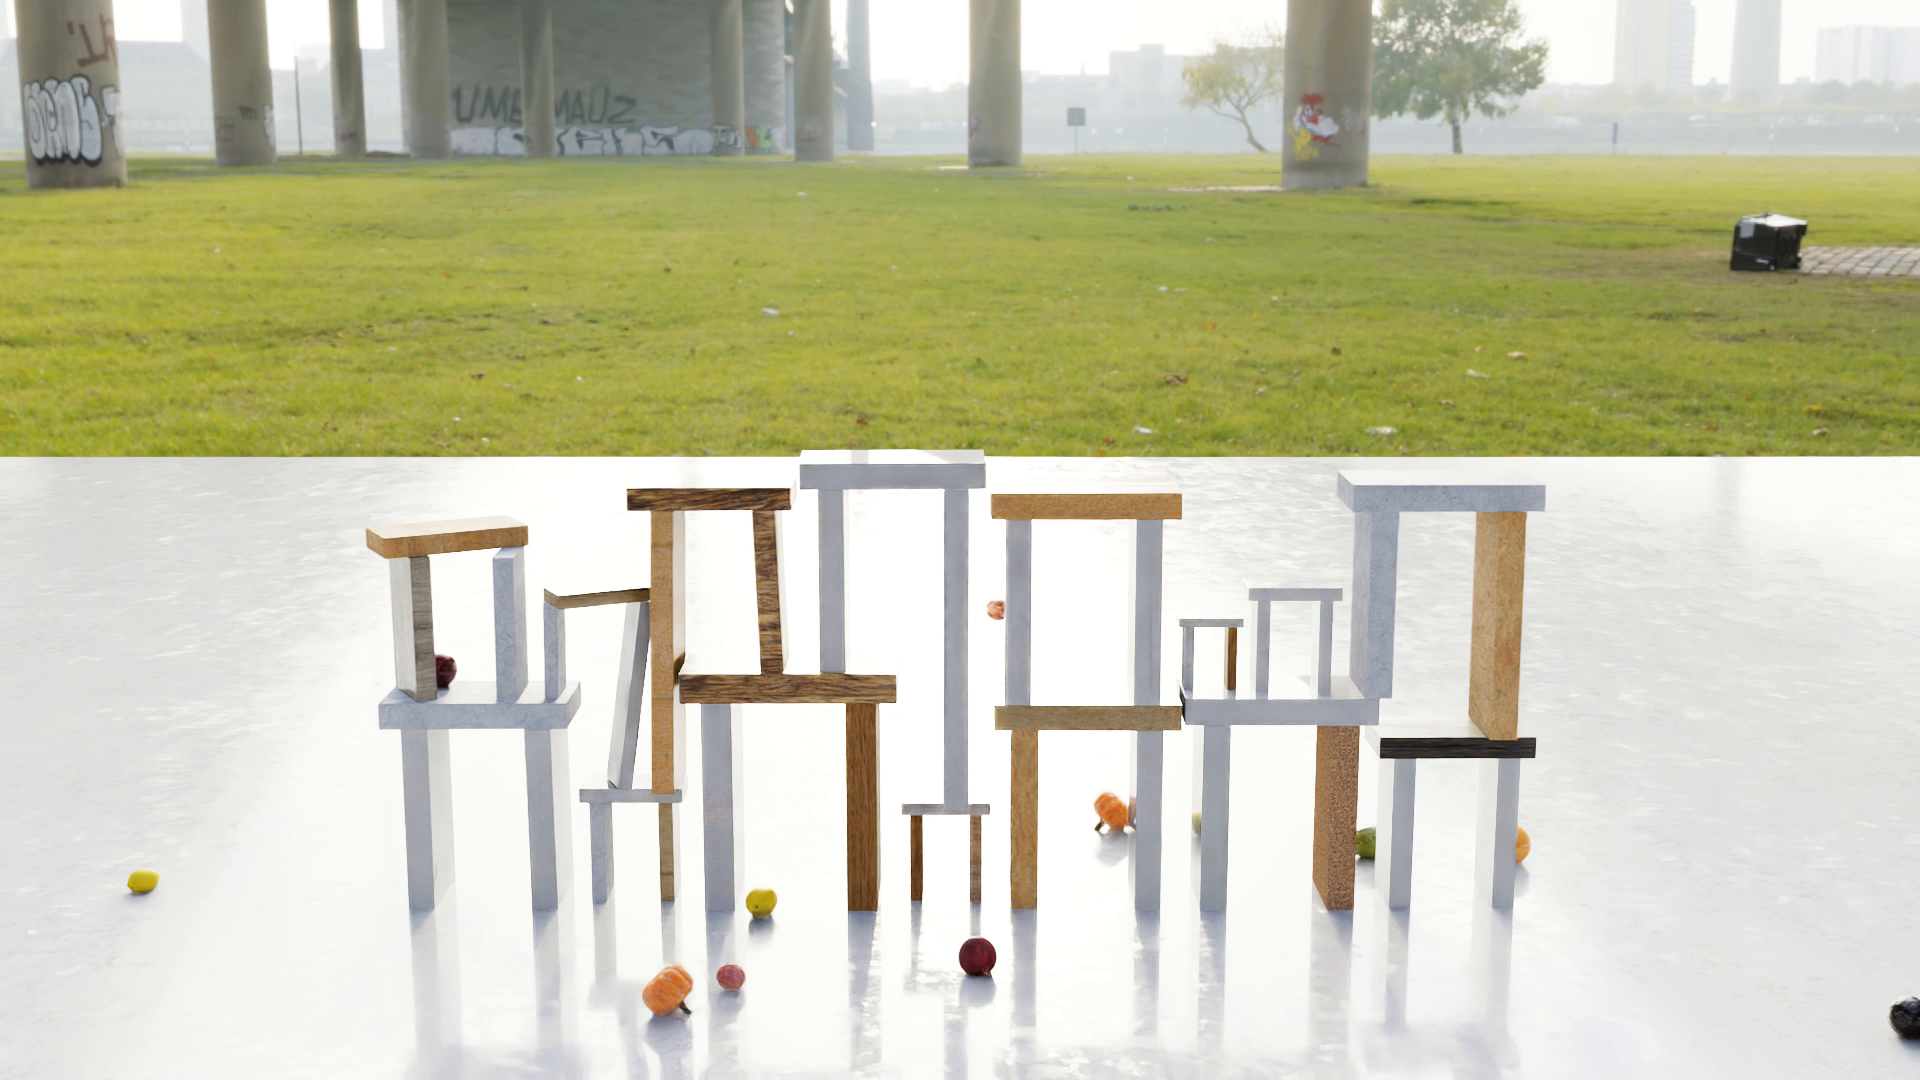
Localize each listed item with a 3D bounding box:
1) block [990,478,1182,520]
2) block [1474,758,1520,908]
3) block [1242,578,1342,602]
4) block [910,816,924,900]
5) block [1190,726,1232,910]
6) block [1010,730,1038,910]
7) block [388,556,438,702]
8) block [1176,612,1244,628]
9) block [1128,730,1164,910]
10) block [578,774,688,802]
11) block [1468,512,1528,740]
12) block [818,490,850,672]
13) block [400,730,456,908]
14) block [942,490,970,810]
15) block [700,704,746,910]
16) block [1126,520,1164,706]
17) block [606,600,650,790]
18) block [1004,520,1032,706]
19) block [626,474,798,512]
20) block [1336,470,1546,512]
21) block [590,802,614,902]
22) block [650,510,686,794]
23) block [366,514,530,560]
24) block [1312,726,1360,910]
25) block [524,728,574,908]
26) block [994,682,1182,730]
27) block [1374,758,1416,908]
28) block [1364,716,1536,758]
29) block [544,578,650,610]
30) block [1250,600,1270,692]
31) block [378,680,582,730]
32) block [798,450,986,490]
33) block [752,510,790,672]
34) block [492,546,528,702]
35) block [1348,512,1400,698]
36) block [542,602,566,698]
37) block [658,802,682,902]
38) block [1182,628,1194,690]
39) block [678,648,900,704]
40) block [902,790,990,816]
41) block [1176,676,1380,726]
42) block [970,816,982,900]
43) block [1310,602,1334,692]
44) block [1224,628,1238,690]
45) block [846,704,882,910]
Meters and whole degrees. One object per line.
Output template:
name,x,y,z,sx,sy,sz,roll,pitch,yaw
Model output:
block,0.200,-0.067,3.546,0.302,0.043,0.151,0,11,0
block,0.889,0.466,3.642,0.036,0.253,0.126,0,11,0
block,0.540,0.081,3.577,0.151,0.021,0.076,0,11,0
block,-0.072,0.517,3.658,0.021,0.147,0.073,0,11,0
block,0.414,0.437,3.639,0.044,0.311,0.156,0,11,0
block,0.106,0.442,3.642,0.043,0.302,0.151,0,11,0
block,-0.891,0.135,3.580,0.034,0.237,0.118,-7,12,-30
block,0.408,0.130,3.588,0.104,0.015,0.052,0,11,0
block,0.307,0.442,3.642,0.043,0.302,0.151,0,11,0
block,-0.539,0.411,3.640,0.169,0.024,0.085,0,11,0
block,0.872,0.125,3.575,0.043,0.371,0.152,0,11,-1
block,-0.204,0.053,3.572,0.042,0.296,0.148,0,11,0
block,-0.881,0.441,3.646,0.043,0.302,0.151,0,11,0
block,-0.006,0.166,3.594,0.042,0.526,0.148,0,10,0
block,-0.392,0.418,3.642,0.049,0.348,0.174,0,11,0
block,0.300,0.103,3.577,0.043,0.302,0.151,0,11,0
block,-0.541,0.247,3.606,0.023,0.311,0.080,4,8,-24
block,0.095,0.103,3.576,0.043,0.302,0.151,0,11,2
block,-0.398,-0.076,3.543,0.261,0.037,0.131,0,11,0
block,0.772,-0.080,3.543,0.304,0.043,0.152,0,11,0
block,-0.595,0.506,3.658,0.024,0.169,0.085,0,11,0
block,-0.475,0.172,3.587,0.037,0.465,0.131,1,11,1
block,-0.839,-0.006,3.598,0.237,0.034,0.118,-6,12,-29
block,0.621,0.437,3.639,0.044,0.311,0.156,0,11,0
block,-0.680,0.440,3.646,0.043,0.302,0.151,0,11,0
block,0.206,0.272,3.610,0.301,0.043,0.151,0,11,0
block,0.720,0.466,3.642,0.036,0.253,0.126,0,11,0
block,0.804,0.325,3.615,0.253,0.036,0.126,0,11,-1
block,-0.584,0.087,3.553,0.159,0.023,0.080,-5,12,-28
block,0.490,0.166,3.593,0.021,0.151,0.076,0,11,0
block,-0.786,0.270,3.615,0.302,0.043,0.151,0,11,-1
block,-0.108,-0.114,3.544,0.296,0.042,0.148,0,11,-2
block,-0.307,0.071,3.570,0.037,0.261,0.131,-2,11,0
block,-0.732,0.134,3.584,0.034,0.237,0.118,0,11,-2
block,0.672,0.091,3.575,0.043,0.304,0.152,0,11,0
block,-0.662,0.172,3.591,0.023,0.159,0.080,1,11,-1
block,-0.483,0.506,3.658,0.024,0.169,0.085,0,11,0
block,0.373,0.188,3.599,0.015,0.104,0.052,0,11,0
block,-0.275,0.222,3.606,0.348,0.049,0.174,0,11,0
block,-0.023,0.435,3.643,0.147,0.021,0.073,0,11,0
block,0.518,0.262,3.607,0.311,0.044,0.156,0,11,0
block,0.026,0.517,3.658,0.021,0.147,0.073,0,11,0
block,0.591,0.166,3.593,0.021,0.151,0.076,0,11,0
block,0.443,0.188,3.599,0.015,0.104,0.052,0,11,0
block,-0.159,0.418,3.642,0.049,0.348,0.174,0,11,0
